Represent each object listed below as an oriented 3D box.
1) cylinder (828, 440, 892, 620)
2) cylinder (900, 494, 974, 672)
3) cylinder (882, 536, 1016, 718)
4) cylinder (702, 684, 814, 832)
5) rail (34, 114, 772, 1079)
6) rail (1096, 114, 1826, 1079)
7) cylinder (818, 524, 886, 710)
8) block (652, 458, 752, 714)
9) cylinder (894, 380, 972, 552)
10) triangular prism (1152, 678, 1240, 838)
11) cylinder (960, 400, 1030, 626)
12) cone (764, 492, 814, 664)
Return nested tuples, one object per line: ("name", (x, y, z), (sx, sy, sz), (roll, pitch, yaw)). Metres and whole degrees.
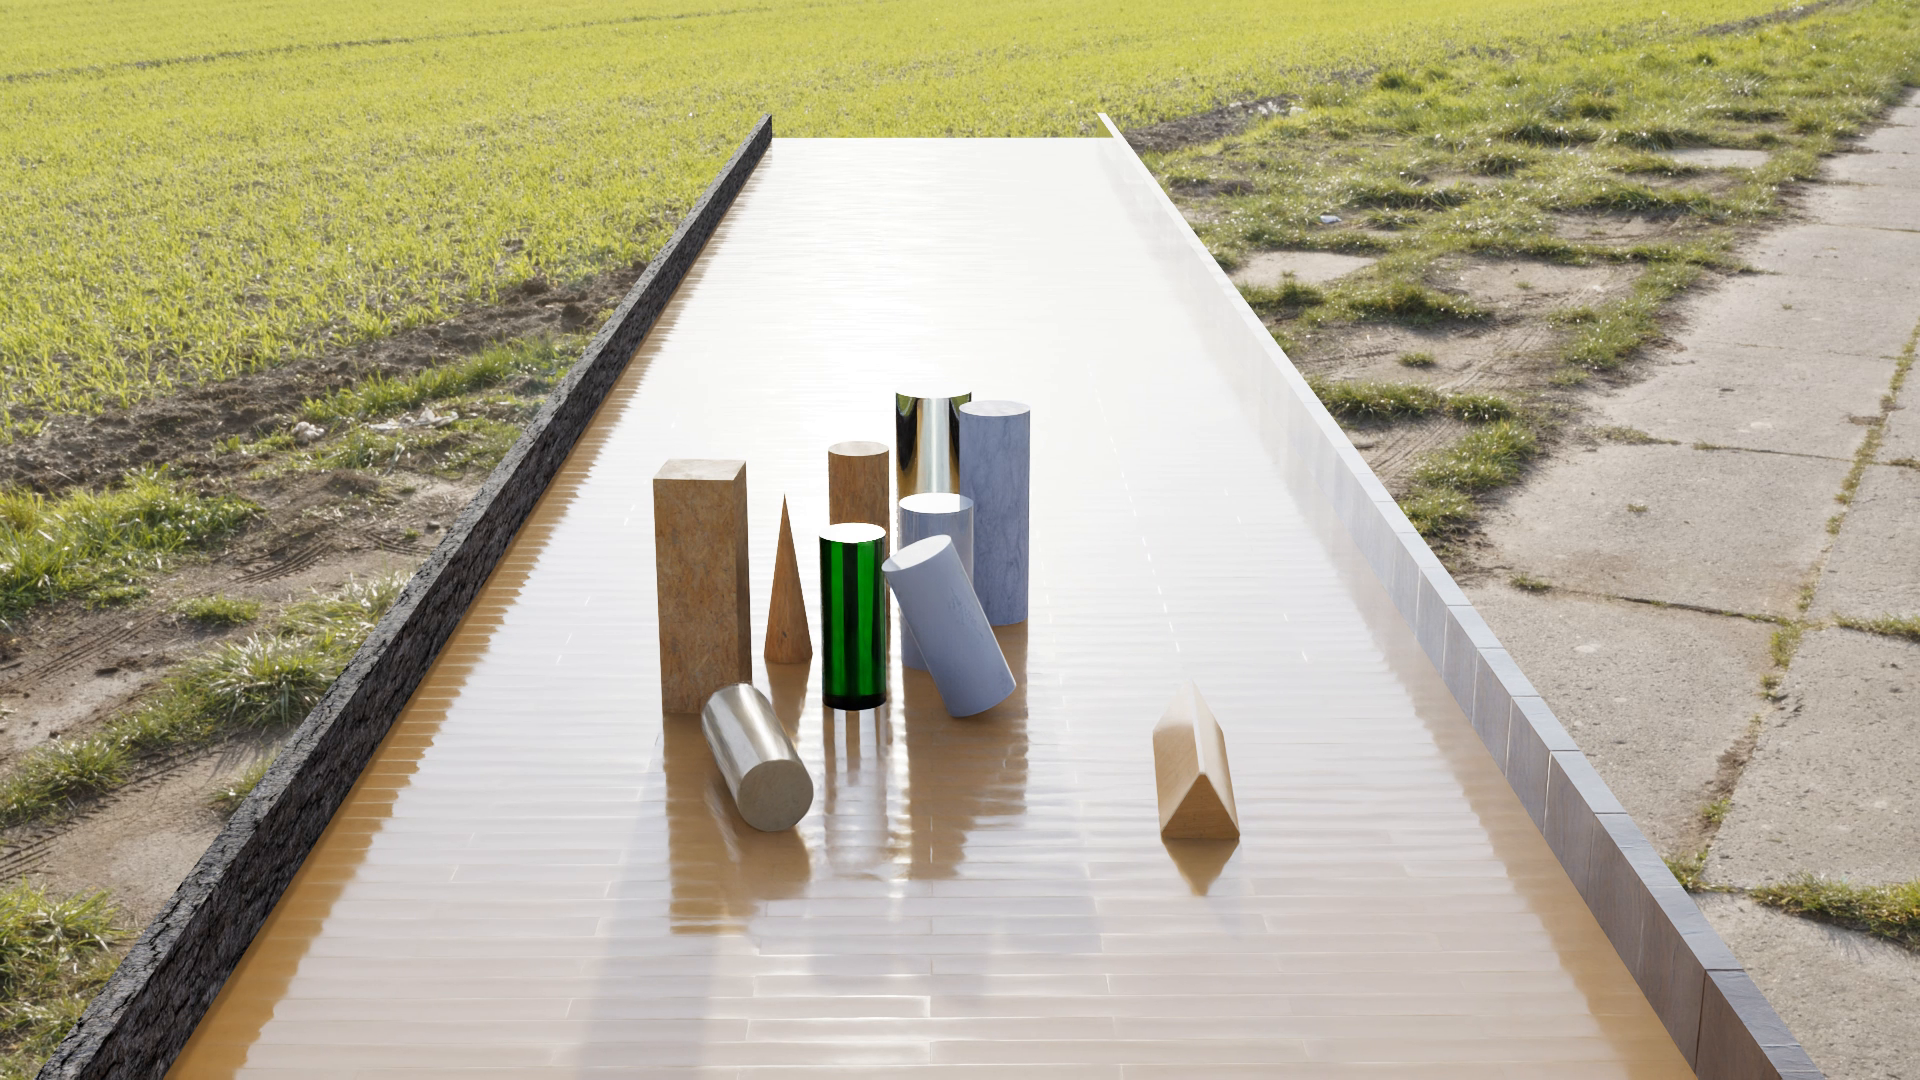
("cylinder", (-0.211, -0.016, 4.638), (0.129, 0.366, 0.129), (0, 17, 0))
("cylinder", (-0.046, 0.083, 4.375), (0.146, 0.326, 0.146), (0, 17, 0))
("cylinder", (-0.020, 0.160, 4.091), (0.139, 0.311, 0.139), (-22, 16, 7))
("cylinder", (-0.350, 0.368, 3.765), (0.129, 0.129, 0.363), (-5, 17, -15))
("rail", (-1.118, -0.838, 7.780), (0.050, 0.150, 12.000), (0, 17, -1))
("rail", (0.932, -0.844, 7.801), (0.050, 0.150, 12.000), (0, 17, -1))
("cylinder", (-0.202, 0.145, 4.157), (0.124, 0.332, 0.124), (0, 17, 0))
("block", (-0.481, 0.087, 4.137), (0.148, 0.455, 0.148), (1, 17, 4))
("cylinder", (-0.058, -0.123, 4.883), (0.170, 0.432, 0.170), (0, 17, 0))
("triangular prism", (0.405, 0.366, 3.792), (0.127, 0.110, 0.456), (1, 17, 3))
("cylinder", (0.072, -0.058, 4.628), (0.148, 0.452, 0.148), (0, 17, 0))
("cone", (-0.347, 0.066, 4.398), (0.101, 0.346, 0.101), (0, 17, 0))
